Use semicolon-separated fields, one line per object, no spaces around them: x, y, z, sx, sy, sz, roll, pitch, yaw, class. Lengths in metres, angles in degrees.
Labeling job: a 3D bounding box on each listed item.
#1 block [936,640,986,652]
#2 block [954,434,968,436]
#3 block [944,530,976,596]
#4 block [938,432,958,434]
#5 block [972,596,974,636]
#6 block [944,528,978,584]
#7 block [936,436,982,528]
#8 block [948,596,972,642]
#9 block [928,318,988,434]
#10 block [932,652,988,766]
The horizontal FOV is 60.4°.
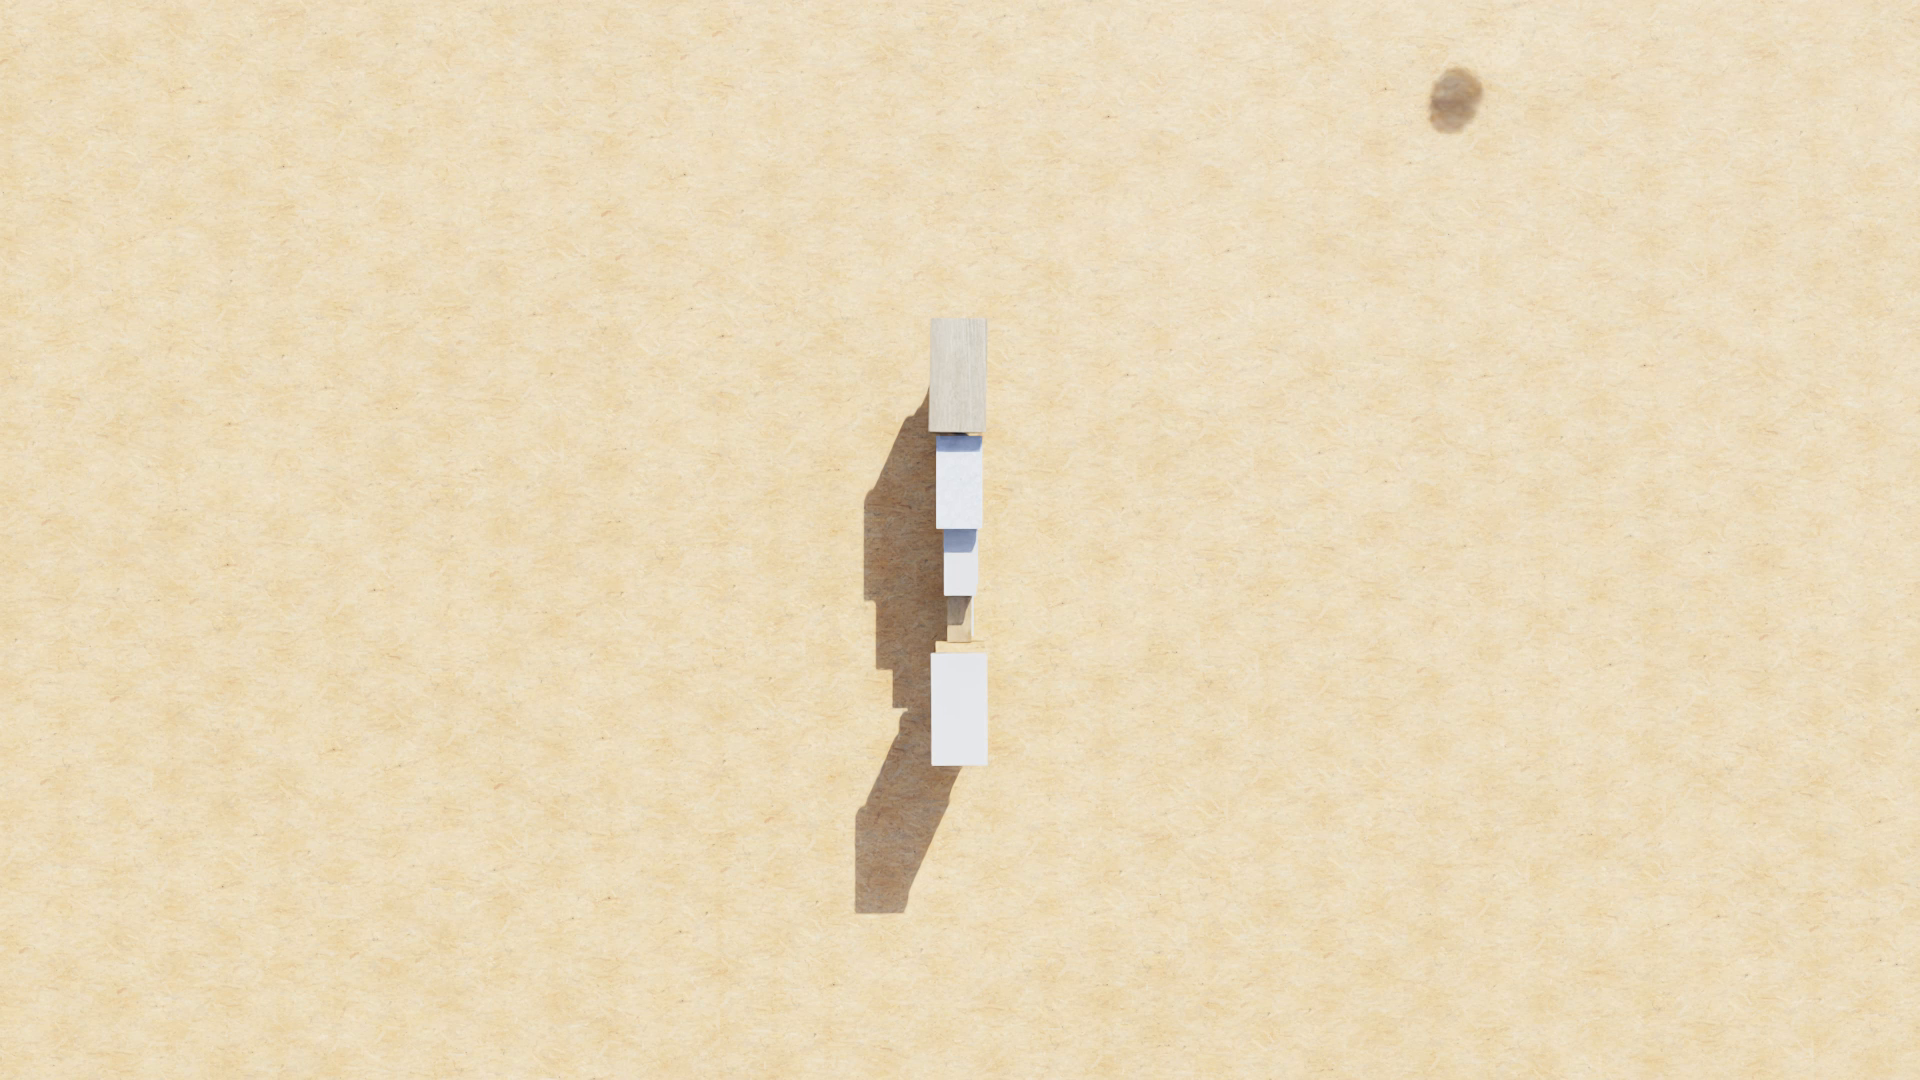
0.002;0.471;5.169;0.154;0.044;0.309;0;90;0;block
0.004;-0.353;5.400;0.047;0.013;0.094;1;90;0;block
0.001;0.070;5.034;0.099;0.028;0.198;0;90;0;block
-0.005;-0.374;5.152;0.168;0.481;0.048;1;90;0;block
0.003;0.229;5.324;0.082;0.023;0.165;0;90;0;block
0.003;0.030;5.262;0.111;0.031;0.222;0;90;0;block
-0.001;-0.173;4.949;0.139;0.039;0.277;0;90;0;block
-0.002;0.242;5.151;0.075;0.021;0.150;0;90;0;block
-0.005;-0.487;4.887;0.168;0.048;0.337;1;90;0;block
-0.002;0.491;4.801;0.162;0.046;0.324;0;90;0;block
